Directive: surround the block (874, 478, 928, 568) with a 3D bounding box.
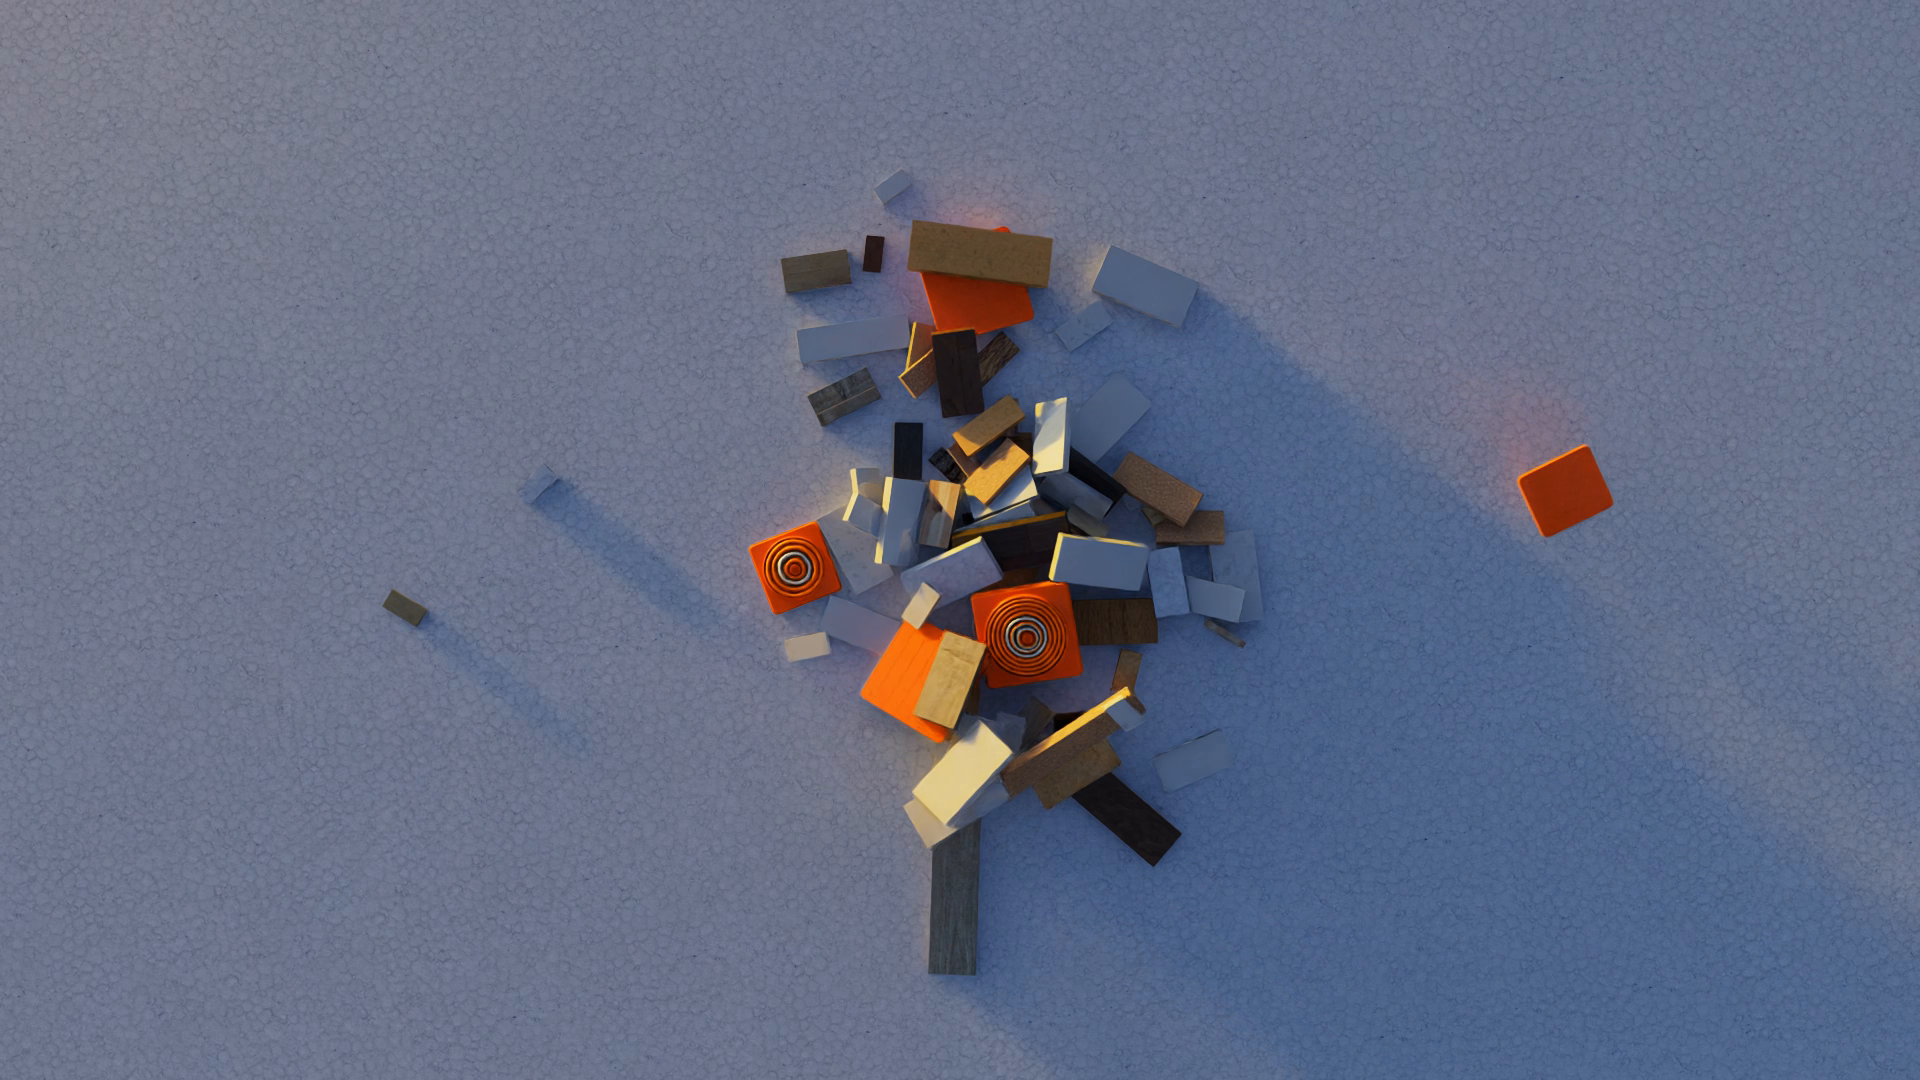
[{"bbox_3d":[-0.193,-0.057,5.443,0.142,0.040,0.283,8,90,-35],"label":"block"}]

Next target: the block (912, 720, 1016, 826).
[{"bbox_3d":[0.013,0.745,5.275,0.314,0.044,0.157,-47,66,-2],"label":"block"}]

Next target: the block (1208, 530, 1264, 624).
[{"bbox_3d":[0.914,0.122,5.479,0.149,0.042,0.299,-7,90,0],"label":"block"}]

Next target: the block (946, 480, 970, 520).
[{"bbox_3d":[-0.031,-0.132,5.491,0.064,0.018,0.128,-34,90,0],"label":"block"}]

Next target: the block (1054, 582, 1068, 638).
[{"bbox_3d":[0.334,0.216,5.448,0.029,0.104,0.208,-4,90,0],"label":"block"}]

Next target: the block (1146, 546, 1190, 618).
[{"bbox_3d":[0.682,0.139,5.440,0.112,0.032,0.223,-10,90,2],"label":"block"}]

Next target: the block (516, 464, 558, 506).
[{"bbox_3d":[-1.408,-0.186,5.491,0.066,0.019,0.131,44,90,0],"label":"block"}]

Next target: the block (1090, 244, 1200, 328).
[{"bbox_3d":[0.614,-0.841,5.477,0.320,0.045,0.160,23,90,0],"label":"block"}]

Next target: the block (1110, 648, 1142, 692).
[{"bbox_3d":[0.555,0.440,5.490,0.072,0.020,0.143,14,90,0],"label":"block"}]

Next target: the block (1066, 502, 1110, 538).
[{"bbox_3d":[0.414,-0.051,5.426,0.150,0.021,0.075,34,52,0],"label":"block"}]

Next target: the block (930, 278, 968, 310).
[{"bbox_3d":[-0.036,-0.818,5.491,0.119,0.017,0.059,26,90,0],"label":"block"}]

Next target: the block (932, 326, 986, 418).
[{"bbox_3d":[-0.006,-0.551,5.429,0.142,0.040,0.284,-8,111,-1],"label":"block"}]

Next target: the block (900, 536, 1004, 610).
[{"bbox_3d":[-0.027,0.118,5.413,0.304,0.043,0.152,-25,109,17],"label":"block"}]

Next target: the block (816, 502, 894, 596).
[{"bbox_3d":[-0.347,0.025,5.480,0.142,0.040,0.284,-28,90,0],"label":"block"}]

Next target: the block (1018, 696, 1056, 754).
[{"bbox_3d":[0.221,0.625,5.475,0.097,0.028,0.194,37,91,12],"label":"block"}]

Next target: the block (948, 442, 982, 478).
[{"bbox_3d":[0.021,-0.268,5.479,0.064,0.018,0.128,-37,88,-17],"label":"block"}]

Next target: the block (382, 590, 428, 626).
[{"bbox_3d":[-1.848,0.227,5.491,0.131,0.019,0.066,31,90,0],"label":"block"}]

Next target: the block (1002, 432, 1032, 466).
[{"bbox_3d":[0.189,-0.259,5.486,0.098,0.028,0.195,1,90,0],"label":"block"}]

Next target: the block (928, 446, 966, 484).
[{"bbox_3d":[-0.037,-0.245,5.491,0.128,0.018,0.064,43,90,0],"label":"block"}]

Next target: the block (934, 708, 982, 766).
[{"bbox_3d":[-0.007,0.700,5.450,0.149,0.042,0.298,3,79,0],"label":"block"}]

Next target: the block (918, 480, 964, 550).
[{"bbox_3d":[-0.064,-0.084,5.445,0.108,0.030,0.215,10,87,20],"label":"block"}]

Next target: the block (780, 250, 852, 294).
[{"bbox_3d":[-0.477,-0.894,5.484,0.221,0.031,0.110,-9,90,0],"label":"block"}]

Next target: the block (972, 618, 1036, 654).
[{"bbox_3d":[0.145,0.320,5.464,0.208,0.029,0.104,3,68,-1],"label":"block"}]

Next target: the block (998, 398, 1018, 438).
[{"bbox_3d":[0.160,-0.404,5.471,0.066,0.019,0.131,-1,77,9],"label":"block"}]

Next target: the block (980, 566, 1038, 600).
[{"bbox_3d":[0.150,0.129,5.485,0.208,0.029,0.104,9,90,0],"label":"block"}]

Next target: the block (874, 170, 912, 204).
[{"bbox_3d":[-0.224,-1.176,5.492,0.119,0.017,0.059,-35,90,0],"label":"block"}]

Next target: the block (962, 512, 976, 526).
[{"bbox_3d":[0.072,-0.068,5.481,0.122,0.017,0.061,-11,90,-9],"label":"block"}]

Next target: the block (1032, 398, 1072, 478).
[{"bbox_3d":[0.303,-0.336,5.414,0.123,0.035,0.247,-9,69,38],"label":"block"}]

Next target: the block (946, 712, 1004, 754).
[{"bbox_3d":[0.026,0.721,5.373,0.149,0.042,0.298,19,93,-1],"label":"block"}]

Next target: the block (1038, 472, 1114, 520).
[{"bbox_3d":[0.380,-0.143,5.450,0.229,0.032,0.114,33,129,1],"label":"block"}]

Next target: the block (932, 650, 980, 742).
[{"bbox_3d":[-0.011,0.514,5.445,0.149,0.042,0.298,2,77,0],"label":"block"}]

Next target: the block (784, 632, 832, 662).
[{"bbox_3d":[-0.504,0.354,5.470,0.146,0.021,0.073,-12,92,15],"label":"block"}]

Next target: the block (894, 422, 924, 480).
[{"bbox_3d":[-0.172,-0.296,5.487,0.094,0.027,0.187,2,90,0],"label":"block"}]

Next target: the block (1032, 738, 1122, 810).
[{"bbox_3d":[0.372,0.751,5.436,0.292,0.041,0.146,-32,80,3],"label":"block"}]

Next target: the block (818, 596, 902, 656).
[{"bbox_3d":[-0.333,0.286,5.482,0.248,0.035,0.124,21,90,0],"label":"block"}]

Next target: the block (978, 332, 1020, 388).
[{"bbox_3d":[0.107,-0.601,5.487,0.177,0.025,0.089,-44,90,0],"label":"block"}]
